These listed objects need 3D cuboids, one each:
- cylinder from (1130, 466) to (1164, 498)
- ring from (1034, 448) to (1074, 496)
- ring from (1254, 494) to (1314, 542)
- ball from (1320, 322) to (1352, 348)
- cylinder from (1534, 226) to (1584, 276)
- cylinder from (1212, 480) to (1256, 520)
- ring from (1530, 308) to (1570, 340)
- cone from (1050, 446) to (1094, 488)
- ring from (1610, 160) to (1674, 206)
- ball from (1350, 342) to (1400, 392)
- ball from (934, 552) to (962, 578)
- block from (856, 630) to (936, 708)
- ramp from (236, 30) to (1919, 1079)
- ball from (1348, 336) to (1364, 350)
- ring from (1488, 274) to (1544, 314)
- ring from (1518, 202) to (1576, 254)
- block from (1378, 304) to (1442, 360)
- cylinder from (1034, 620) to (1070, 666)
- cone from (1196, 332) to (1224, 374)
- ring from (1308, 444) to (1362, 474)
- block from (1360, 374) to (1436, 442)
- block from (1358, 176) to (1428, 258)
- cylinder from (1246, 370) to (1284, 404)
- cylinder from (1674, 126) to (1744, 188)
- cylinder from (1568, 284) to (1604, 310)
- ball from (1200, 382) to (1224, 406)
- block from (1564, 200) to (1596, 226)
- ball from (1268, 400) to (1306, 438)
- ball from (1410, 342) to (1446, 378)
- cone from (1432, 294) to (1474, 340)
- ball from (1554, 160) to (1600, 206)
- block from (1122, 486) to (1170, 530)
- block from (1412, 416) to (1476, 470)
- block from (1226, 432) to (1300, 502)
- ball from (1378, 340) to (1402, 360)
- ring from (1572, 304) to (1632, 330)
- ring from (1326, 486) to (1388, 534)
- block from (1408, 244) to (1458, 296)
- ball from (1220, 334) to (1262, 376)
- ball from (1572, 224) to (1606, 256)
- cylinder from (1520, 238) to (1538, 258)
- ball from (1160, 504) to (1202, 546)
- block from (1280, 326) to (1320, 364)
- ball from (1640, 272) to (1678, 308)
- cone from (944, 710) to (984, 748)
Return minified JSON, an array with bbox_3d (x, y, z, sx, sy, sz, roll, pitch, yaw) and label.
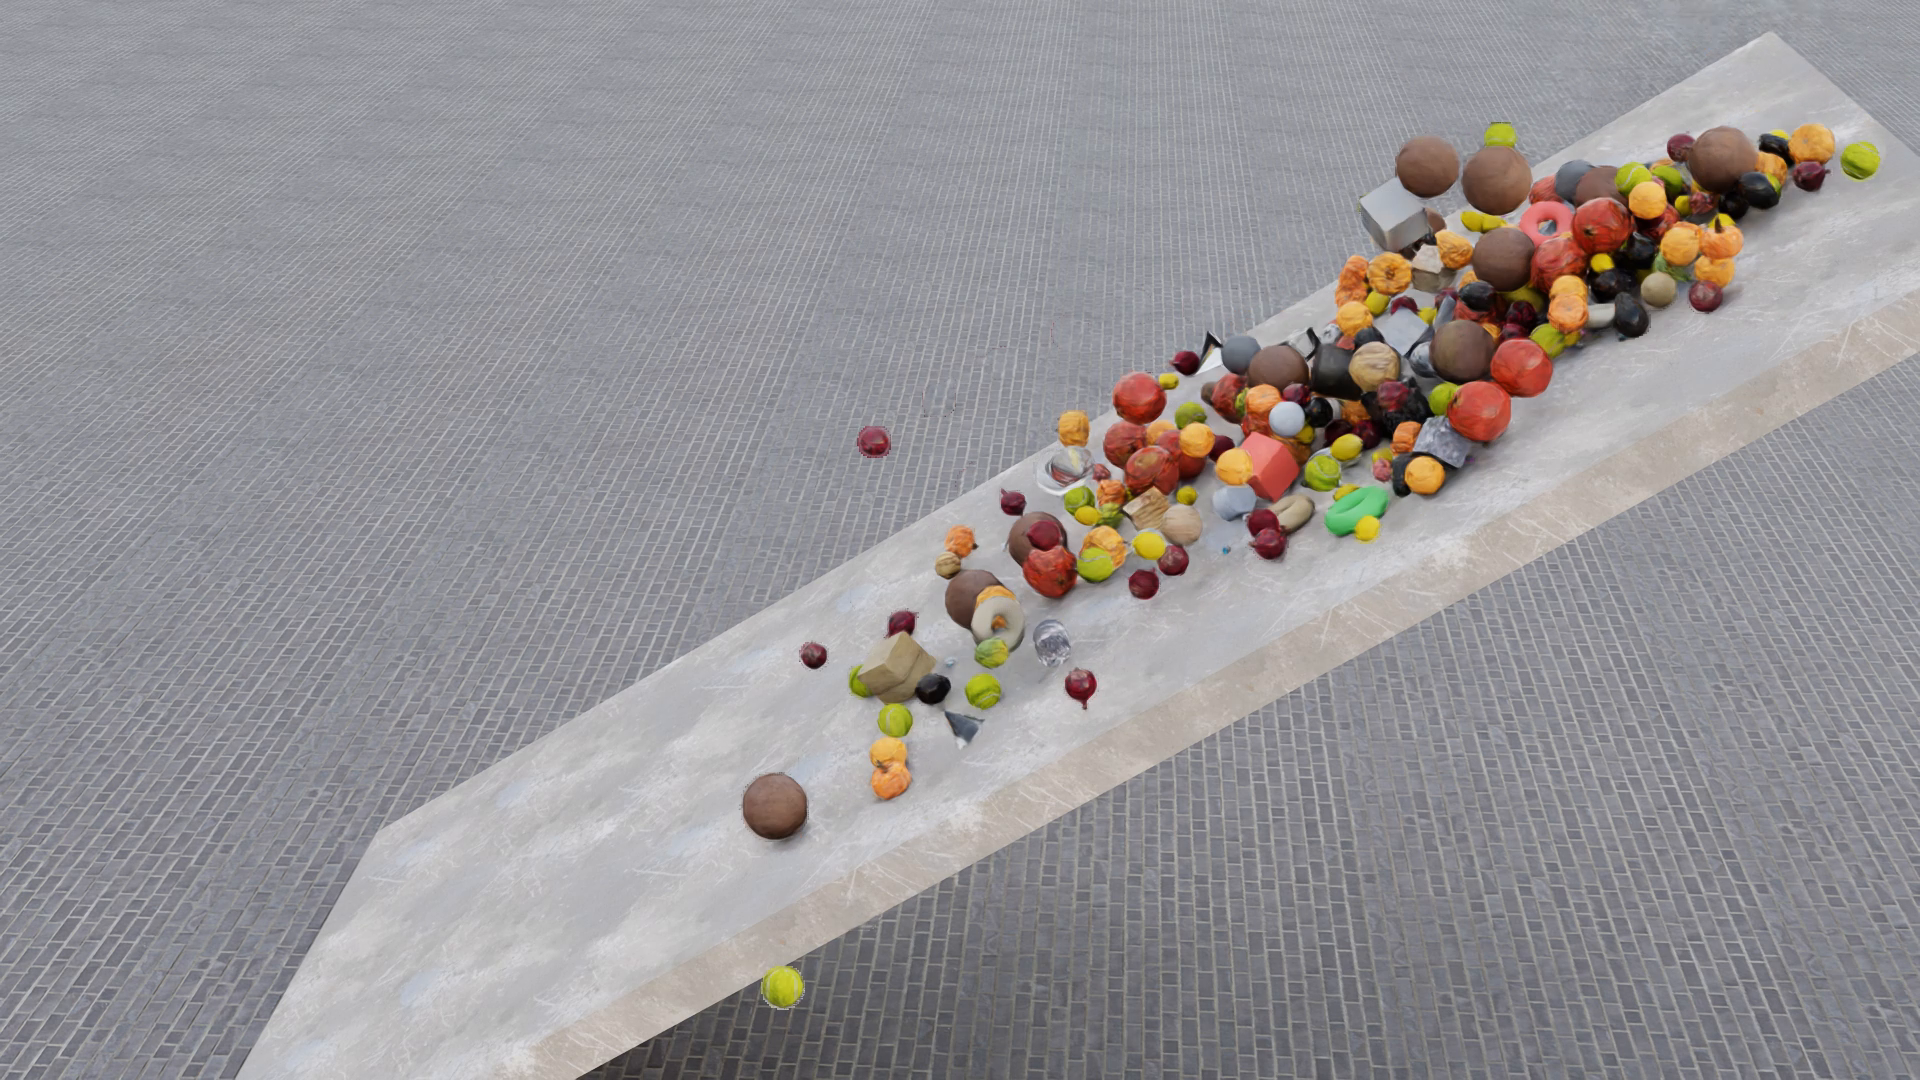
[{"bbox_3d":[0.400,-0.118,6.302,0.056,0.056,0.056,11,58,28],"label":"cylinder"},{"bbox_3d":[0.224,-0.156,6.721,0.109,0.109,0.036,0,-11,1],"label":"ring"},{"bbox_3d":[0.625,-0.043,5.677,0.130,0.043,0.130,-30,14,8],"label":"ring"},{"bbox_3d":[0.776,-0.416,6.075,0.065,0.065,0.065,0,20,0],"label":"ball"},{"bbox_3d":[1.227,-0.602,5.987,0.094,0.094,0.094,36,26,4],"label":"cylinder"},{"bbox_3d":[0.547,-0.079,5.878,0.066,0.066,0.066,-9,-10,-24],"label":"cylinder"},{"bbox_3d":[1.163,-0.425,5.800,0.087,0.029,0.087,-31,15,9],"label":"ring"},{"bbox_3d":[0.241,-0.138,6.054,0.094,0.094,0.094,-3,17,-8],"label":"cone"},{"bbox_3d":[1.444,-0.756,6.229,0.143,0.048,0.143,-32,13,9],"label":"ring"},{"bbox_3d":[0.801,-0.334,5.681,0.097,0.097,0.097,0,20,0],"label":"ball"},{"bbox_3d":[-0.027,0.057,6.677,0.063,0.063,0.063,0,20,0],"label":"ball"},{"bbox_3d":[-0.132,0.268,6.099,0.099,0.099,0.099,-28,24,47],"label":"block"},{"bbox_3d":[0.141,0.169,6.290,4.000,0.100,2.000,-30,15,13],"label":"ramp"},{"bbox_3d":[0.822,-0.401,6.156,0.051,0.051,0.051,0,20,0],"label":"ball"},{"bbox_3d":[1.124,-0.497,5.943,0.124,0.041,0.124,32,1,-1],"label":"ring"},{"bbox_3d":[1.184,-0.629,5.924,0.114,0.114,0.038,5,-13,13],"label":"ring"},{"bbox_3d":[0.916,-0.416,5.986,0.080,0.080,0.080,45,10,32],"label":"block"},{"bbox_3d":[0.180,0.201,5.758,0.067,0.067,0.067,-1,26,-4],"label":"cylinder"},{"bbox_3d":[0.542,-0.392,6.392,0.089,0.089,0.089,40,10,-9],"label":"cone"},{"bbox_3d":[0.739,-0.161,5.800,0.110,0.037,0.110,-17,9,3],"label":"ring"},{"bbox_3d":[0.861,-0.263,5.788,0.091,0.091,0.091,-35,15,-6],"label":"block"},{"bbox_3d":[0.907,-0.677,6.150,0.100,0.100,0.100,-32,62,-3],"label":"block"},{"bbox_3d":[0.669,-0.337,6.461,0.060,0.060,0.060,13,28,32],"label":"cylinder"},{"bbox_3d":[1.519,-0.777,5.970,0.098,0.098,0.098,-29,31,-25],"label":"cylinder"},{"bbox_3d":[1.219,-0.459,5.709,0.055,0.055,0.055,-32,-5,-3],"label":"cylinder"},{"bbox_3d":[0.573,-0.334,6.686,0.055,0.055,0.055,0,20,0],"label":"ball"},{"bbox_3d":[1.259,-0.630,6.076,0.089,0.089,0.089,36,24,-6],"label":"block"},{"bbox_3d":[0.649,-0.240,5.838,0.073,0.073,0.073,0,20,0],"label":"ball"},{"bbox_3d":[0.940,-0.362,5.910,0.072,0.072,0.072,0,20,0],"label":"ball"},{"bbox_3d":[1.005,-0.473,6.032,0.089,0.089,0.089,-10,42,9],"label":"cone"},{"bbox_3d":[1.293,-0.749,6.162,0.094,0.094,0.094,0,20,0],"label":"ball"},{"bbox_3d":[0.398,-0.049,6.097,0.080,0.080,0.080,-33,15,-1],"label":"block"},{"bbox_3d":[0.890,-0.178,5.413,0.073,0.073,0.073,28,-7,-14],"label":"block"},{"bbox_3d":[0.606,-0.145,5.863,0.088,0.088,0.088,26,72,46],"label":"block"},{"bbox_3d":[0.893,-0.389,6.173,0.065,0.065,0.065,0,20,0],"label":"ball"},{"bbox_3d":[1.221,-0.426,5.604,0.113,0.038,0.113,-8,12,2],"label":"ring"},{"bbox_3d":[0.739,-0.055,5.480,0.128,0.043,0.128,-30,16,9],"label":"ring"},{"bbox_3d":[1.018,-0.581,6.330,0.071,0.071,0.071,17,59,32],"label":"block"},{"bbox_3d":[0.601,-0.396,6.284,0.087,0.087,0.087,0,20,0],"label":"ball"},{"bbox_3d":[1.259,-0.601,5.890,0.066,0.066,0.066,0,20,0],"label":"ball"},{"bbox_3d":[1.235,-0.641,6.279,0.058,0.058,0.058,-37,26,-4],"label":"cylinder"},{"bbox_3d":[0.430,-0.029,5.711,0.083,0.083,0.083,0,20,0],"label":"ball"},{"bbox_3d":[0.768,-0.437,6.606,0.056,0.056,0.056,-40,16,-24],"label":"block"},{"bbox_3d":[1.318,-0.472,5.548,0.068,0.068,0.068,0,20,0],"label":"ball"},{"bbox_3d":[-0.005,0.350,5.643,0.073,0.073,0.073,41,22,-5],"label":"cone"}]
